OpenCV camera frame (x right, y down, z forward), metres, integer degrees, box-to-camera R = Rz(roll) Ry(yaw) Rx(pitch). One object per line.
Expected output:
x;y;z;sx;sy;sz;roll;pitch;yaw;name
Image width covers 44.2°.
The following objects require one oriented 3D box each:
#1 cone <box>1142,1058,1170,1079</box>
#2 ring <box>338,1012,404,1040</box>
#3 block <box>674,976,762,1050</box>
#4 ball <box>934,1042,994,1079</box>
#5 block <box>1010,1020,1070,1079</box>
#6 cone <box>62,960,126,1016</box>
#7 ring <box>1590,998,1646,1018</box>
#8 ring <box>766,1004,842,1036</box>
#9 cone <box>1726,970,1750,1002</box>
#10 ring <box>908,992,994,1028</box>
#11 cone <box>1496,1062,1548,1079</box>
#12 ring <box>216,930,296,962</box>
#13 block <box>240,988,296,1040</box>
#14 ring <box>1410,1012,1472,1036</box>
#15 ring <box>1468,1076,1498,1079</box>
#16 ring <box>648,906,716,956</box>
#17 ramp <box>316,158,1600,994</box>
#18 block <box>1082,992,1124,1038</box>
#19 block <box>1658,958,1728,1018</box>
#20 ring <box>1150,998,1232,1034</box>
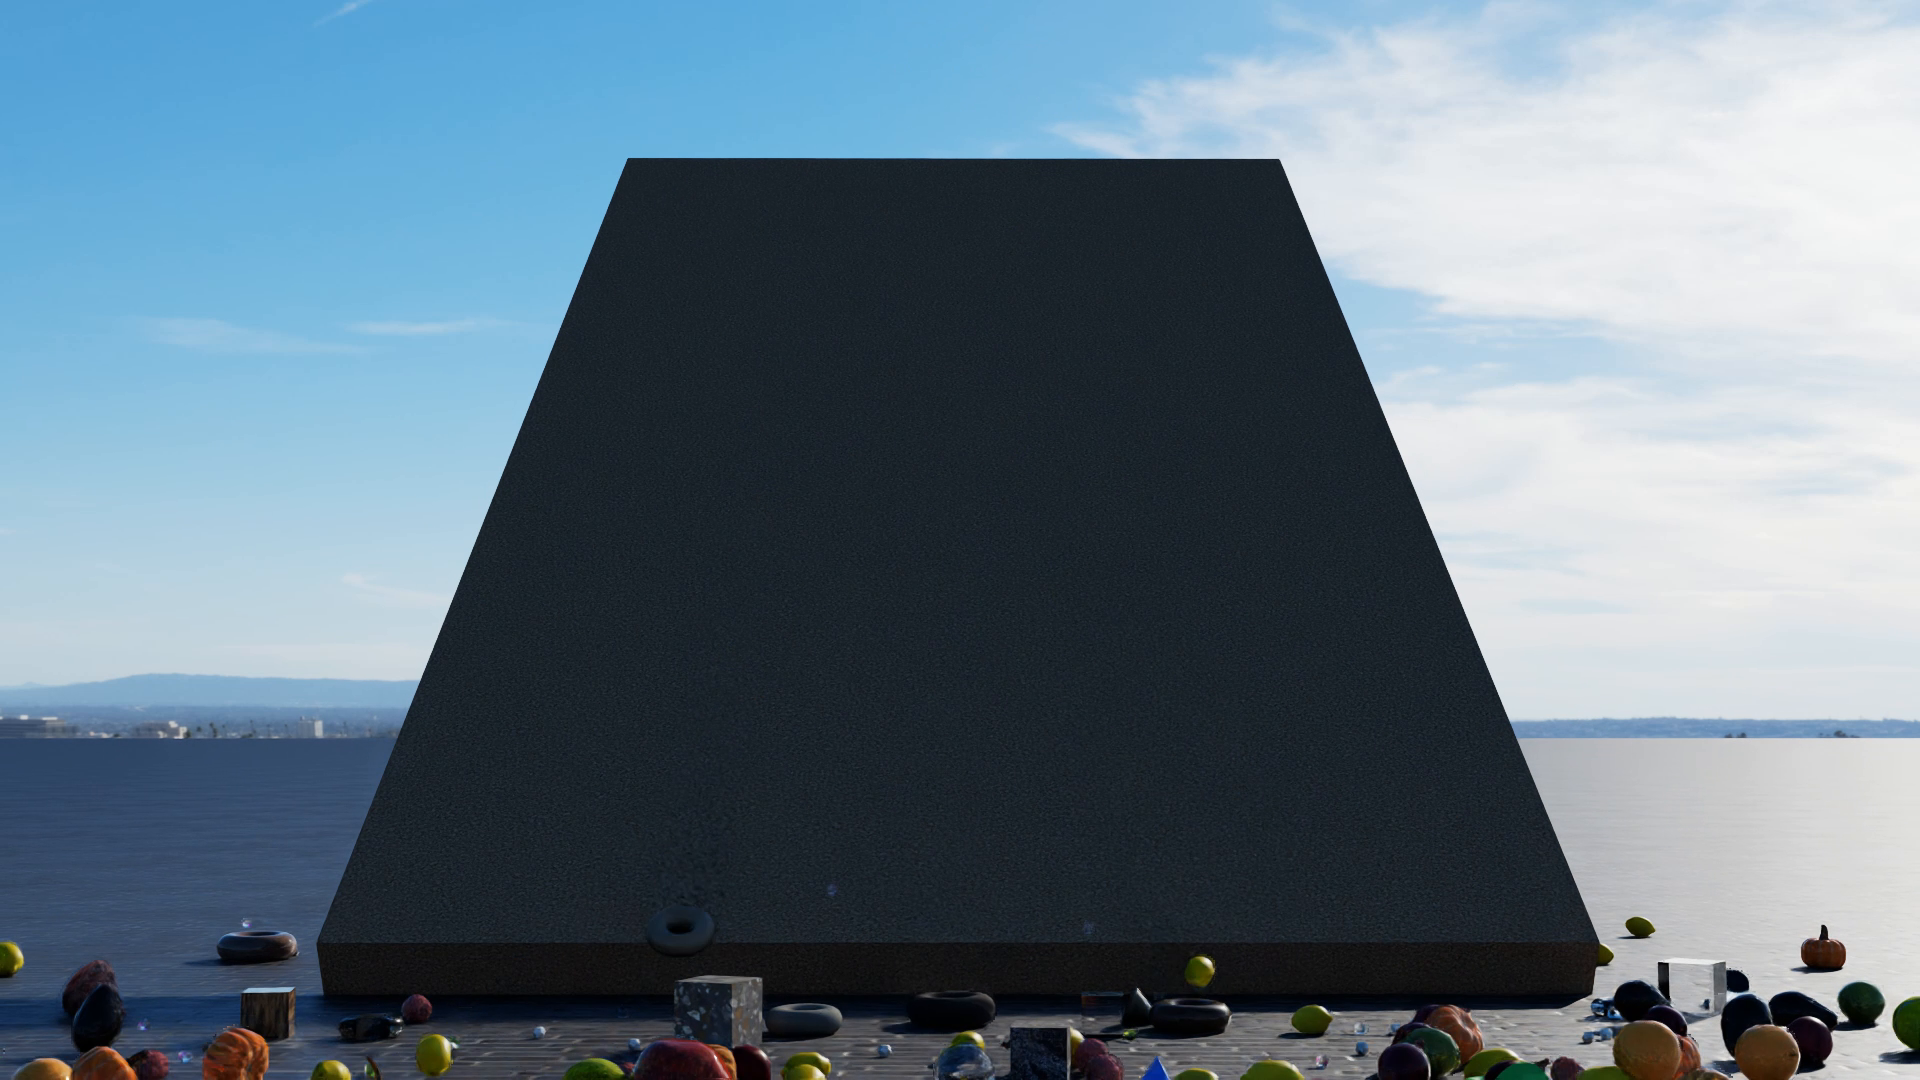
0.197;0.604;2.541;0.071;0.071;0.071;-27;-5;0;cone
-0.798;0.660;3.212;0.087;0.029;0.087;-1;-5;0;ring
-0.320;0.625;3.135;0.086;0.086;0.086;-2;-5;22;block
0.005;0.594;2.635;0.067;0.067;0.067;0;-5;0;ball
0.096;0.608;2.807;0.067;0.067;0.067;-1;-5;6;block
-1.245;0.674;3.454;0.087;0.087;0.087;29;6;21;cone
0.957;0.680;3.442;0.078;0.026;0.078;-1;-6;0;ring
-0.215;0.660;3.255;0.106;0.035;0.106;-1;-3;0;ring
1.197;0.699;3.658;0.052;0.052;0.052;-2;-32;28;cone
-0.013;0.665;3.353;0.125;0.042;0.125;-1;-4;0;ring
0.612;0.602;2.519;0.070;0.070;0.070;-4;-33;42;cone
-1.281;0.741;4.313;0.141;0.047;0.141;0;-3;0;ring
-0.941;0.644;3.219;0.062;0.062;0.062;1;-5;-8;block
0.661;0.663;3.246;0.084;0.028;0.084;0;-6;0;ring
0.598;0.616;2.650;0.077;0.026;0.077;-1;-5;0;ring
-0.433;0.609;3.683;0.107;0.036;0.107;0;28;0;ring
-0.010;-0.227;5.496;2.000;0.100;4.000;0;27;0;ramp
0.194;0.648;3.233;0.056;0.056;0.056;0;-5;2;block
1.080;0.659;3.488;0.075;0.075;0.075;-3;-6;37;block
0.320;0.662;3.293;0.115;0.038;0.115;1;-3;0;ring
